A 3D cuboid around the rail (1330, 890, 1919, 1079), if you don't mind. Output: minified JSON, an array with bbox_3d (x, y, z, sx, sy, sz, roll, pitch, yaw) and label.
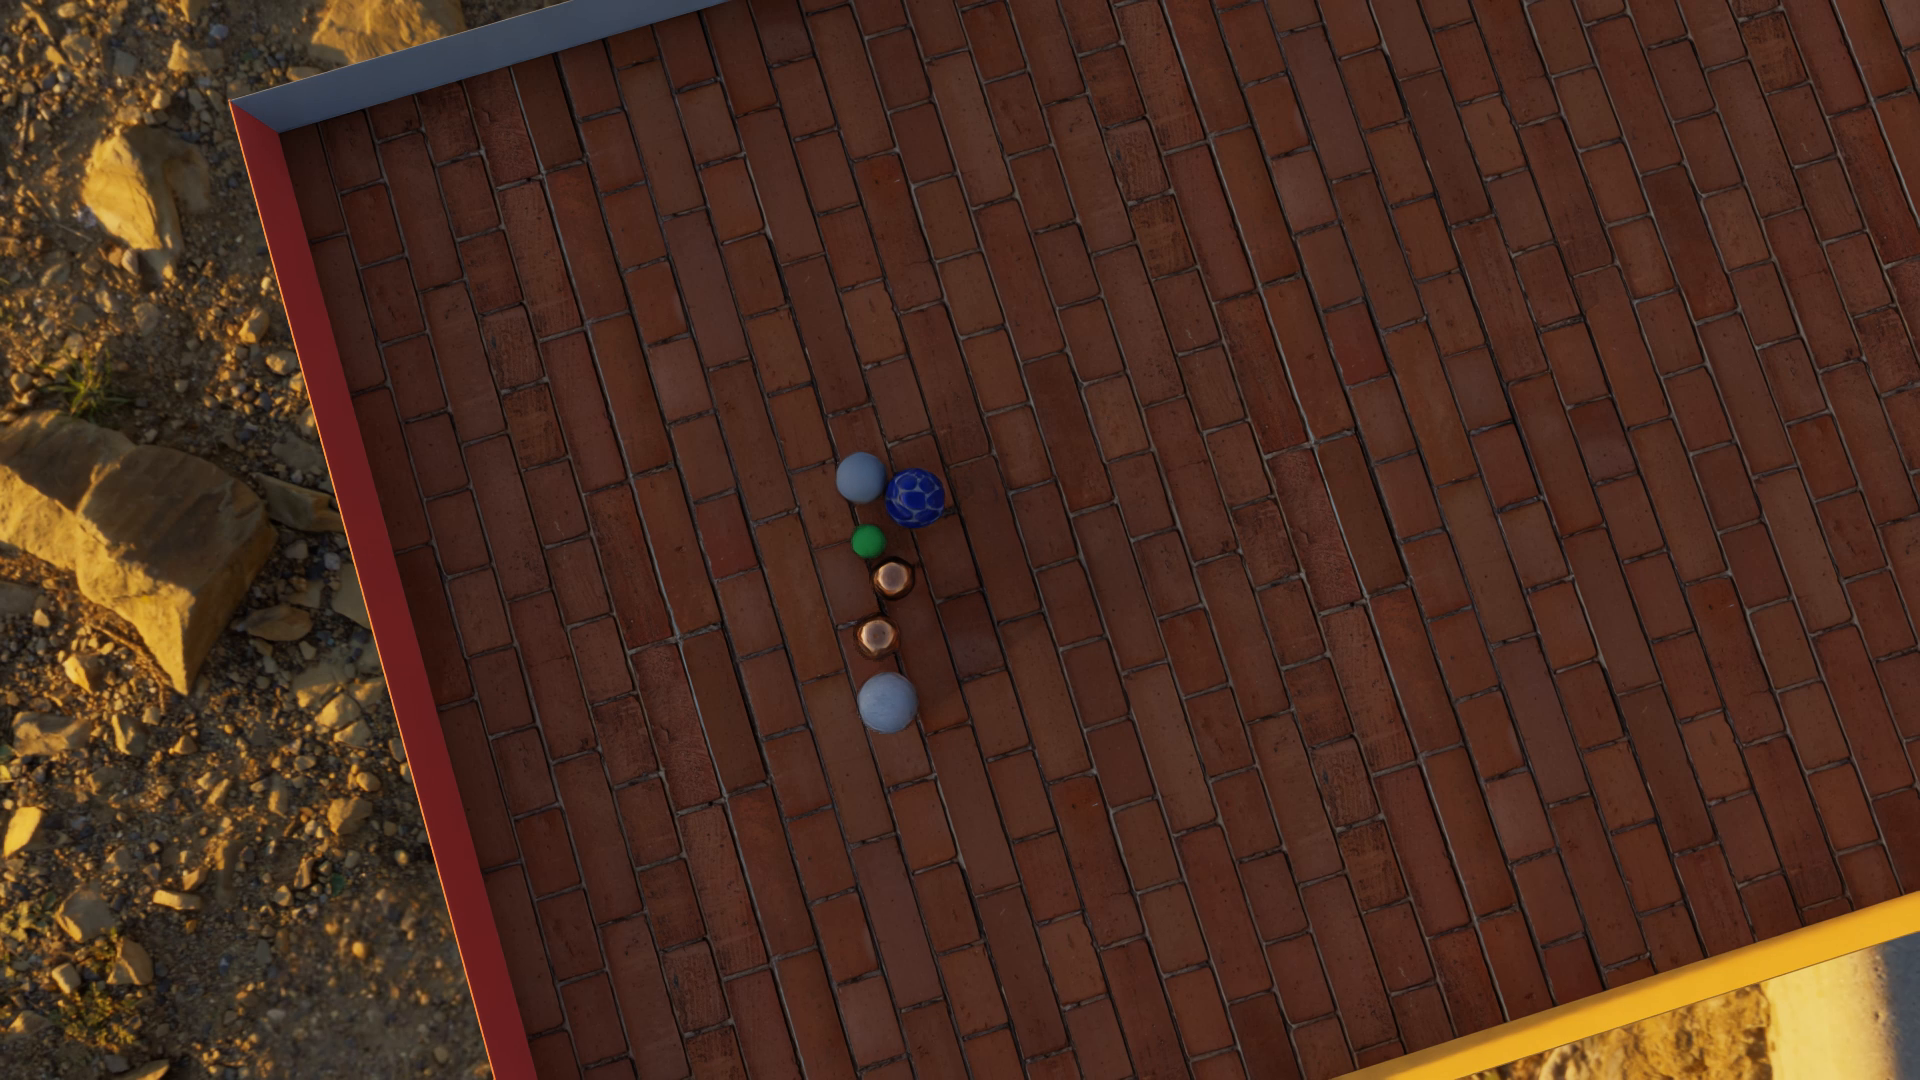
[{"bbox_3d":[1.086,0.619,3.152,3.405,0.119,0.045,-17,82,-3],"label":"rail"}]

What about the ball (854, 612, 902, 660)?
[{"bbox_3d":[-0.121,0.142,3.249,0.069,0.069,0.069,0,81,0],"label":"ball"}]

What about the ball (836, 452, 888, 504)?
[{"bbox_3d":[-0.146,-0.092,3.280,0.077,0.077,0.077,0,81,0],"label":"ball"}]

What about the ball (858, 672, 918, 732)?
[{"bbox_3d":[-0.105,0.238,3.225,0.088,0.088,0.088,0,81,0],"label":"ball"}]

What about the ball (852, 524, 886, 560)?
[{"bbox_3d":[-0.135,0.003,3.279,0.051,0.051,0.051,0,81,0],"label":"ball"}]

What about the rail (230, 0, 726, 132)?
[{"bbox_3d":[0.540,-1.124,3.413,3.405,0.119,0.045,-17,82,-3],"label":"rail"}]

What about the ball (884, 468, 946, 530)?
[{"bbox_3d":[-0.066,-0.062,3.269,0.091,0.091,0.091,0,81,0],"label":"ball"}]

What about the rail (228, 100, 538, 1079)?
[{"bbox_3d":[-0.790,0.239,3.209,0.045,0.119,1.893,-17,82,-3],"label":"rail"}]

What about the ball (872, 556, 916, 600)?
[{"bbox_3d":[-0.099,0.057,3.264,0.065,0.065,0.065,0,81,0],"label":"ball"}]
